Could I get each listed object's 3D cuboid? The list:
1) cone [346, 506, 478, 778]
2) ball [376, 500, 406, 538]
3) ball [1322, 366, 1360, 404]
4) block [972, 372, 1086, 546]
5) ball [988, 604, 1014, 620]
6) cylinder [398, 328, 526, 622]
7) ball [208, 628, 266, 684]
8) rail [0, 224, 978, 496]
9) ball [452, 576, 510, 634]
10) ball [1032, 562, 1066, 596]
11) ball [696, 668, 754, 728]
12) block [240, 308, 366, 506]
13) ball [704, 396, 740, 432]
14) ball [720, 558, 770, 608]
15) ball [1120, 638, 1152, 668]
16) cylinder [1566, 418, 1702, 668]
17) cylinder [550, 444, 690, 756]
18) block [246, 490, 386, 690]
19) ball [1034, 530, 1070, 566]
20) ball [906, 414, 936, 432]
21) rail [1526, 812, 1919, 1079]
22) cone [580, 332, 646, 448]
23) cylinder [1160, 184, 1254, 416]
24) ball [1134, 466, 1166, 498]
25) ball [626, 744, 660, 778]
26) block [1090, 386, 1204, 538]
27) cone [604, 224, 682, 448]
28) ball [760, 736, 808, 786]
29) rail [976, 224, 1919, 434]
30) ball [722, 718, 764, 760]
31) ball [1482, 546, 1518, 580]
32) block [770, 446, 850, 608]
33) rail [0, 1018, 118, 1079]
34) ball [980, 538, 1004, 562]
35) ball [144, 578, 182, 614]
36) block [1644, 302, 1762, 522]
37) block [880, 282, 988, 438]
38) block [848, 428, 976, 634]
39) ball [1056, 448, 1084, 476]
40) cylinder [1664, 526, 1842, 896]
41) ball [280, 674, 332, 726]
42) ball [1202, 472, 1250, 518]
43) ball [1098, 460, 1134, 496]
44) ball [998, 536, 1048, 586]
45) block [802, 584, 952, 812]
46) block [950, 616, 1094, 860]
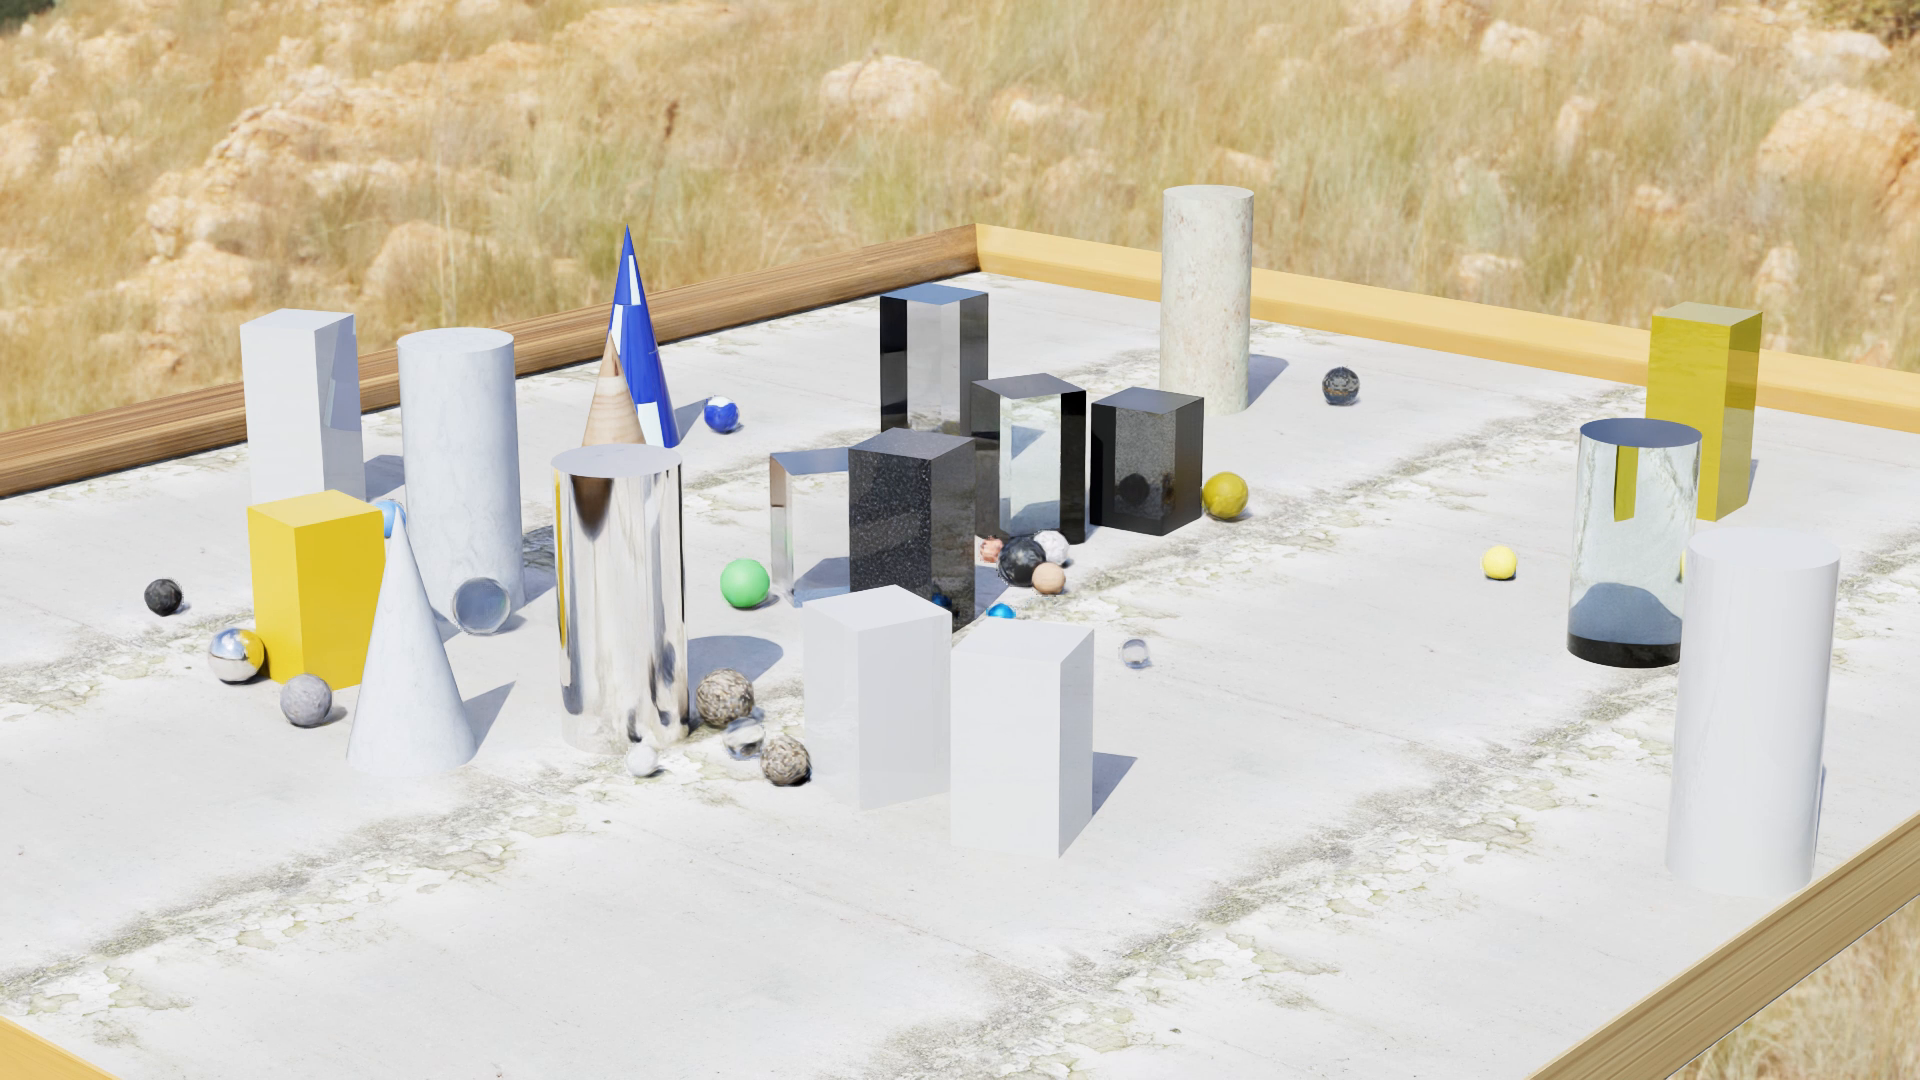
[{"bbox_3d":[-0.820,0.134,4.332,0.195,0.388,0.195,0,17,0],"label":"cone"},{"bbox_3d":[-1.065,-0.038,5.454,0.070,0.070,0.070,0,17,0],"label":"ball"},{"bbox_3d":[0.834,-0.338,6.423,0.083,0.083,0.083,0,17,0],"label":"ball"},{"bbox_3d":[0.126,-0.143,5.417,0.156,0.291,0.156,-9,19,-26],"label":"block"},{"bbox_3d":[0.069,0.129,4.945,0.044,0.044,0.044,0,17,0],"label":"ball"},{"bbox_3d":[-0.851,-0.113,5.011,0.195,0.468,0.195,0,17,0],"label":"cylinder"},{"bbox_3d":[-1.156,0.184,4.684,0.089,0.089,0.089,0,17,0],"label":"ball"},{"bbox_3d":[-1.355,-0.308,6.246,0.045,0.126,4.315,14,22,39],"label":"rail"},{"bbox_3d":[-0.804,0.109,4.918,0.097,0.097,0.097,0,17,0],"label":"ball"},{"bbox_3d":[0.155,0.068,5.122,0.058,0.058,0.058,0,17,0],"label":"ball"},{"bbox_3d":[-0.360,0.242,4.489,0.090,0.090,0.090,0,17,0],"label":"ball"},{"bbox_3d":[-1.247,-0.236,5.577,0.156,0.376,0.156,5,18,17],"label":"block"},{"bbox_3d":[-0.504,-0.265,6.194,0.076,0.076,0.076,0,17,0],"label":"ball"},{"bbox_3d":[-0.371,0.074,5.052,0.086,0.086,0.086,0,17,0],"label":"ball"},{"bbox_3d":[0.285,0.184,4.752,0.049,0.049,0.049,0,17,0],"label":"ball"},{"bbox_3d":[1.101,0.003,4.795,0.195,0.370,0.195,0,17,0],"label":"cylinder"},{"bbox_3d":[-0.509,0.088,4.412,0.195,0.430,0.195,0,17,0],"label":"cylinder"},{"bbox_3d":[-1.023,0.083,4.688,0.156,0.279,0.156,-14,22,-38],"label":"block"},{"bbox_3d":[0.162,0.017,5.271,0.069,0.069,0.069,0,17,0],"label":"ball"},{"bbox_3d":[-0.082,-0.232,6.110,0.061,0.061,0.061,0,17,0],"label":"ball"},{"bbox_3d":[1.355,0.371,3.994,0.045,0.126,4.315,14,22,39],"label":"rail"},{"bbox_3d":[-0.662,-0.231,5.601,0.195,0.353,0.195,0,17,0],"label":"cone"},{"bbox_3d":[0.533,-0.520,6.355,0.195,0.471,0.195,0,17,0],"label":"cylinder"},{"bbox_3d":[0.371,-0.114,5.719,0.061,0.061,0.061,0,17,0],"label":"ball"},{"bbox_3d":[-0.464,0.323,4.293,0.048,0.048,0.048,0,17,0],"label":"ball"},{"bbox_3d":[0.353,-0.150,5.535,0.156,0.236,0.156,11,20,32],"label":"block"},{"bbox_3d":[-0.680,-0.427,6.060,0.195,0.464,0.195,0,17,0],"label":"cone"},{"bbox_3d":[-0.255,0.321,4.261,0.070,0.070,0.070,0,17,0],"label":"ball"},{"bbox_3d":[1.399,-0.434,6.663,3.636,0.126,0.045,14,22,39],"label":"rail"},{"bbox_3d":[-0.322,0.295,4.362,0.062,0.062,0.062,0,17,0],"label":"ball"},{"bbox_3d":[0.959,0.040,5.208,0.061,0.061,0.061,0,17,0],"label":"ball"},{"bbox_3d":[-0.236,-0.024,5.116,0.156,0.237,0.156,-5,18,-17],"label":"block"},{"bbox_3d":[-1.399,0.497,3.578,3.636,0.126,0.045,14,22,39],"label":"rail"},{"bbox_3d":[0.058,0.018,5.311,0.045,0.045,0.045,0,17,0],"label":"ball"},{"bbox_3d":[-1.365,0.096,5.022,0.062,0.062,0.062,0,17,0],"label":"ball"},{"bbox_3d":[1.416,-0.247,5.610,0.156,0.380,0.156,12,21,35],"label":"block"},{"bbox_3d":[-0.052,-0.324,5.911,0.156,0.352,0.156,13,21,36],"label":"block"},{"bbox_3d":[-0.080,-0.007,4.916,0.156,0.321,0.156,9,19,26],"label":"block"},{"bbox_3d":[0.219,-0.155,5.864,0.055,0.055,0.055,0,17,0],"label":"ball"},{"bbox_3d":[1.054,0.227,3.909,0.195,0.454,0.195,0,17,0],"label":"cylinder"},{"bbox_3d":[-1.003,0.245,4.498,0.080,0.080,0.080,0,17,0],"label":"ball"},{"bbox_3d":[0.504,-0.086,5.559,0.089,0.089,0.089,0,17,0],"label":"ball"},{"bbox_3d":[0.306,-0.120,5.724,0.069,0.069,0.069,0,17,0],"label":"ball"},{"bbox_3d":[0.110,0.038,5.171,0.088,0.088,0.088,0,17,0],"label":"ball"},{"bbox_3d":[-0.119,0.226,4.228,0.156,0.271,0.156,-10,20,-31],"label":"block"},{"bbox_3d":[0.087,0.272,4.054,0.156,0.284,0.156,6,18,19],"label":"block"}]
